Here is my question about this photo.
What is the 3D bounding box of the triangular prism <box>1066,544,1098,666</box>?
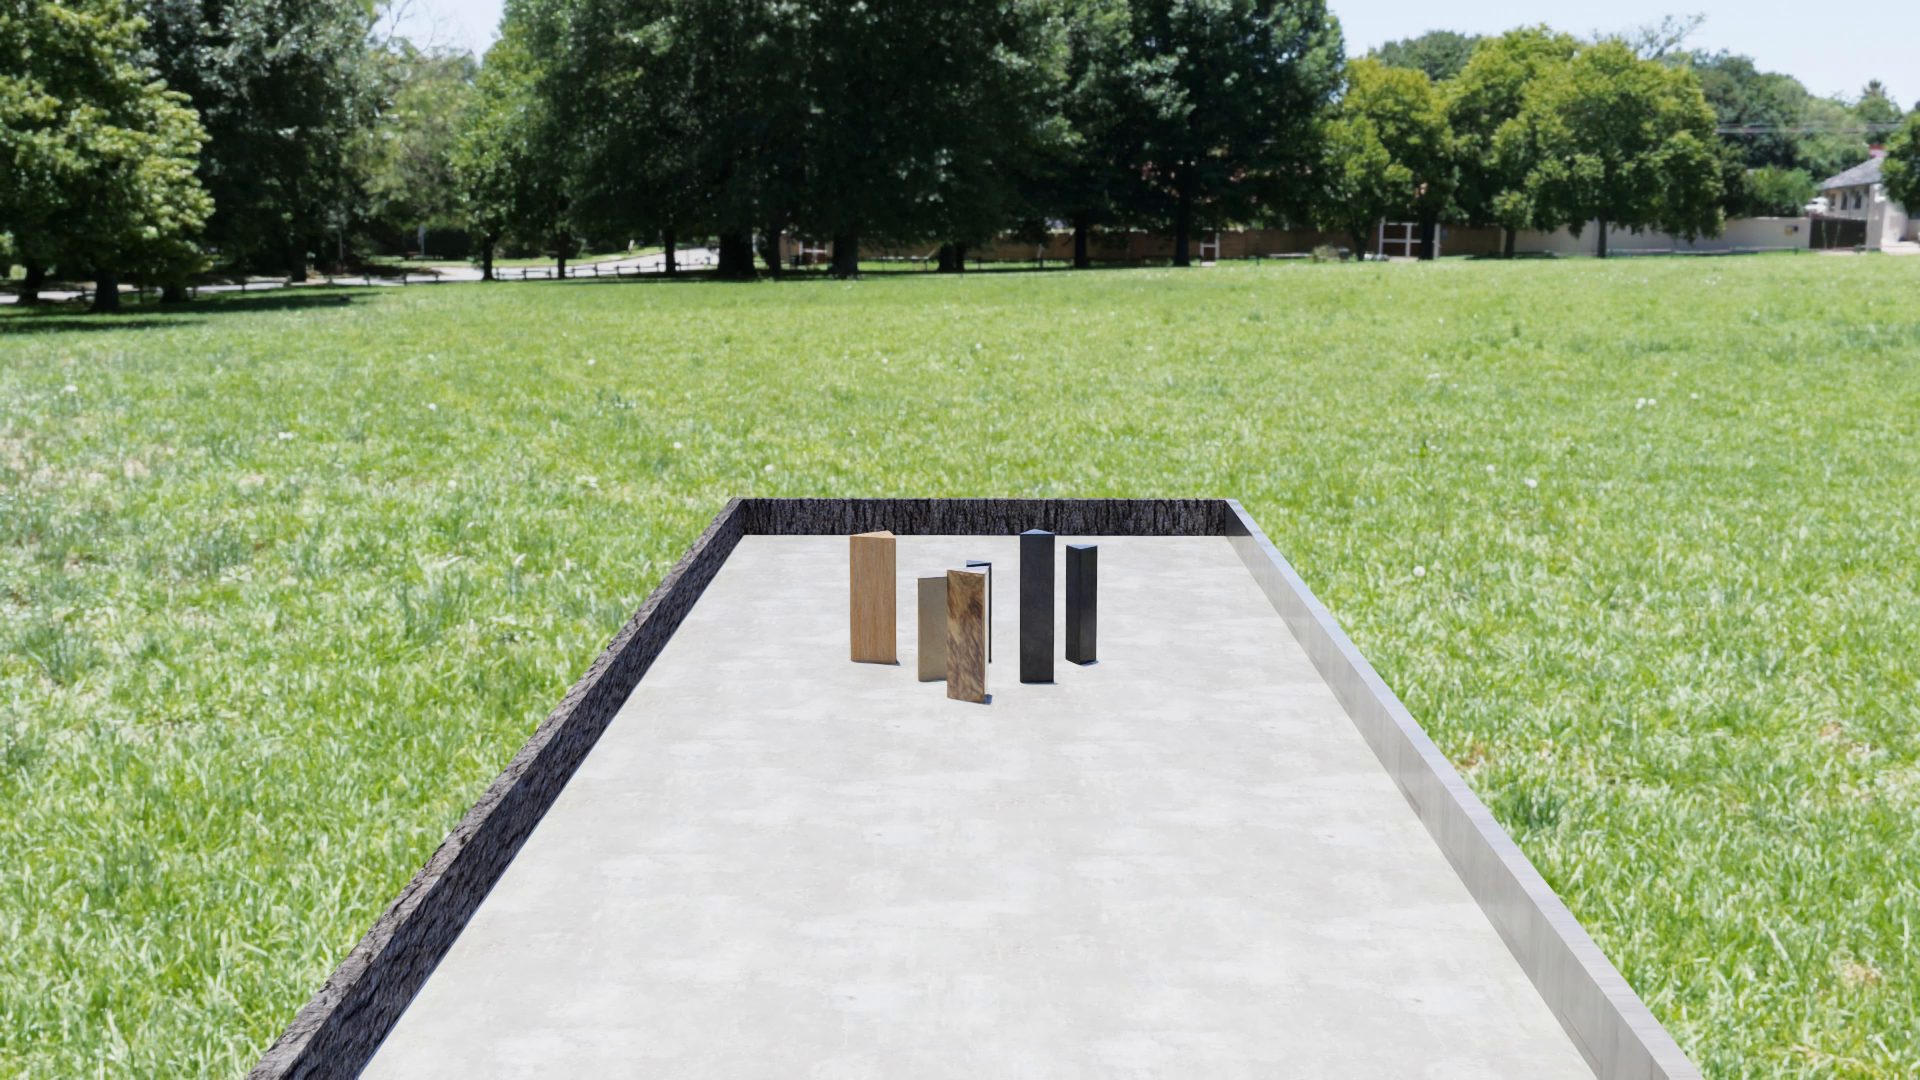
[{"bbox_3d":[0.355,0.193,6.660,0.081,0.355,0.094,7,11,37],"label":"triangular prism"}]

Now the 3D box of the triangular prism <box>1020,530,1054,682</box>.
[{"bbox_3d":[0.220,0.191,6.405,0.100,0.438,0.086,-1,9,-4],"label":"triangular prism"}]

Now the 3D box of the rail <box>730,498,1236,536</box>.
[{"bbox_3d":[0.099,-0.098,9.147,2.100,0.150,0.050,0,9,1],"label":"rail"}]

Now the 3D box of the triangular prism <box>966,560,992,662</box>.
[{"bbox_3d":[0.040,0.217,6.667,0.087,0.306,0.075,-5,10,-30],"label":"triangular prism"}]

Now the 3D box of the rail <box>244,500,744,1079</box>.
[{"bbox_3d":[-1.004,0.839,3.234,0.050,0.150,12.000,0,9,1],"label":"rail"}]

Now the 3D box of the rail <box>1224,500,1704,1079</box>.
[{"bbox_3d":[1.046,0.843,3.208,0.050,0.150,12.000,0,9,1],"label":"rail"}]

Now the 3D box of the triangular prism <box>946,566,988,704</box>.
[{"bbox_3d":[0.046,0.262,6.186,0.127,0.367,0.110,6,11,35],"label":"triangular prism"}]

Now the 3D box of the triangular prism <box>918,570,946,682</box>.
[{"bbox_3d":[-0.075,0.247,6.473,0.148,0.306,0.128,-4,10,-21],"label":"triangular prism"}]

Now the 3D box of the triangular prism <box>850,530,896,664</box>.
[{"bbox_3d":[-0.242,0.171,6.697,0.149,0.385,0.129,3,10,19],"label":"triangular prism"}]
